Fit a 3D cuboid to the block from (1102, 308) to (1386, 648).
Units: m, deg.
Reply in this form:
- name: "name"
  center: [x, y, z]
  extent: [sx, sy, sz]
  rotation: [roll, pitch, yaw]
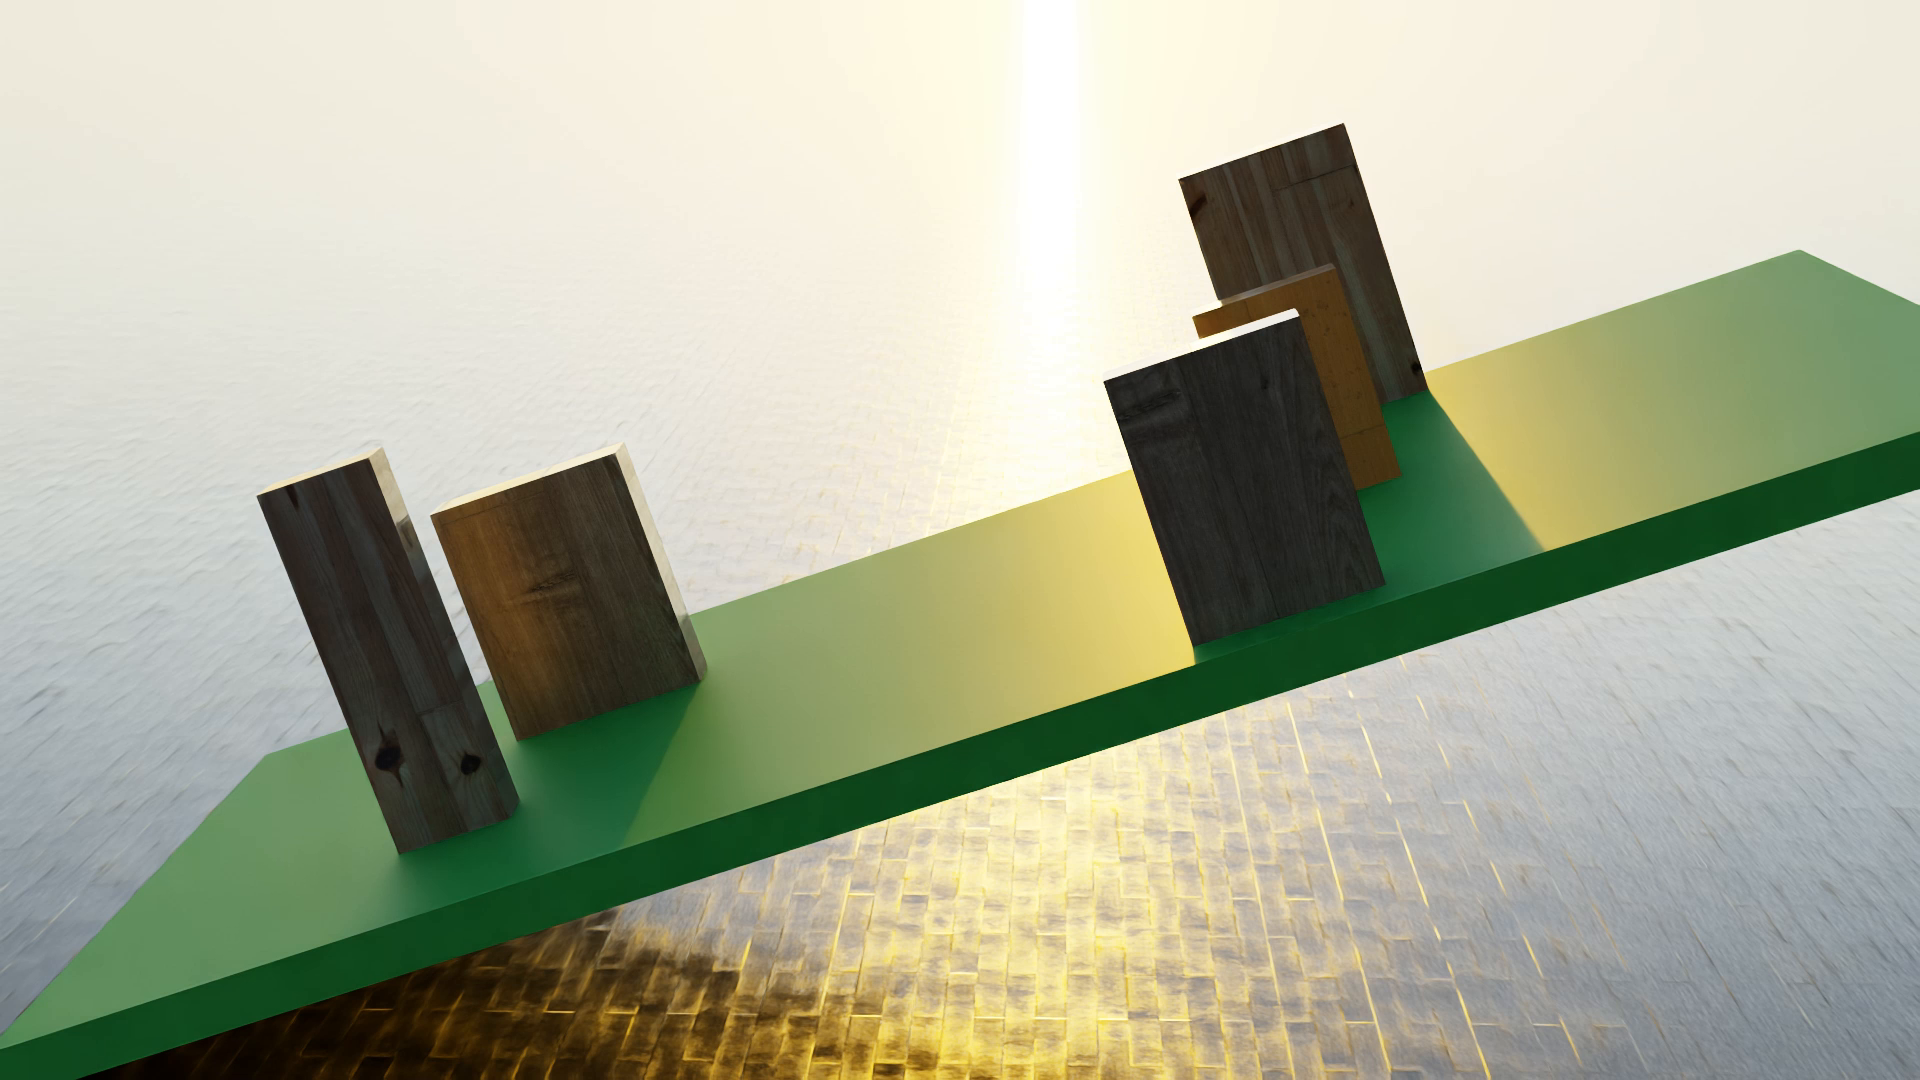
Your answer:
- name: "block"
  center: [0.519, -0.113, 5.382]
  extent: [0.370, 0.521, 0.101]
  rotation: [-18, 11, 6]

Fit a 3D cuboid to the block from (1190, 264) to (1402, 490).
- name: "block"
  center: [0.706, -0.310, 6.190]
  extent: [0.313, 0.461, 0.094]
  rotation: [-18, 11, 6]

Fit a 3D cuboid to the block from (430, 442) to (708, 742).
- name: "block"
  center: [-0.873, 0.116, 6.595]
  extent: [0.440, 0.547, 0.137]
  rotation: [-18, 11, 6]

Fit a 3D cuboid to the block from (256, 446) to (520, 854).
- name: "block"
  center: [-1.145, 0.224, 5.915]
  extent: [0.240, 0.780, 0.120]
  rotation: [-18, 11, 6]

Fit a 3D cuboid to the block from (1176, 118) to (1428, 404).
- name: "block"
  center: [0.810, -0.613, 6.970]
  extent: [0.407, 0.662, 0.125]
  rotation: [-18, 11, 6]

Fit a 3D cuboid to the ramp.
- name: "ramp"
  center: [0.108, 0.180, 6.304]
  extent: [4.000, 0.100, 2.000]
  rotation: [-18, 11, 6]
